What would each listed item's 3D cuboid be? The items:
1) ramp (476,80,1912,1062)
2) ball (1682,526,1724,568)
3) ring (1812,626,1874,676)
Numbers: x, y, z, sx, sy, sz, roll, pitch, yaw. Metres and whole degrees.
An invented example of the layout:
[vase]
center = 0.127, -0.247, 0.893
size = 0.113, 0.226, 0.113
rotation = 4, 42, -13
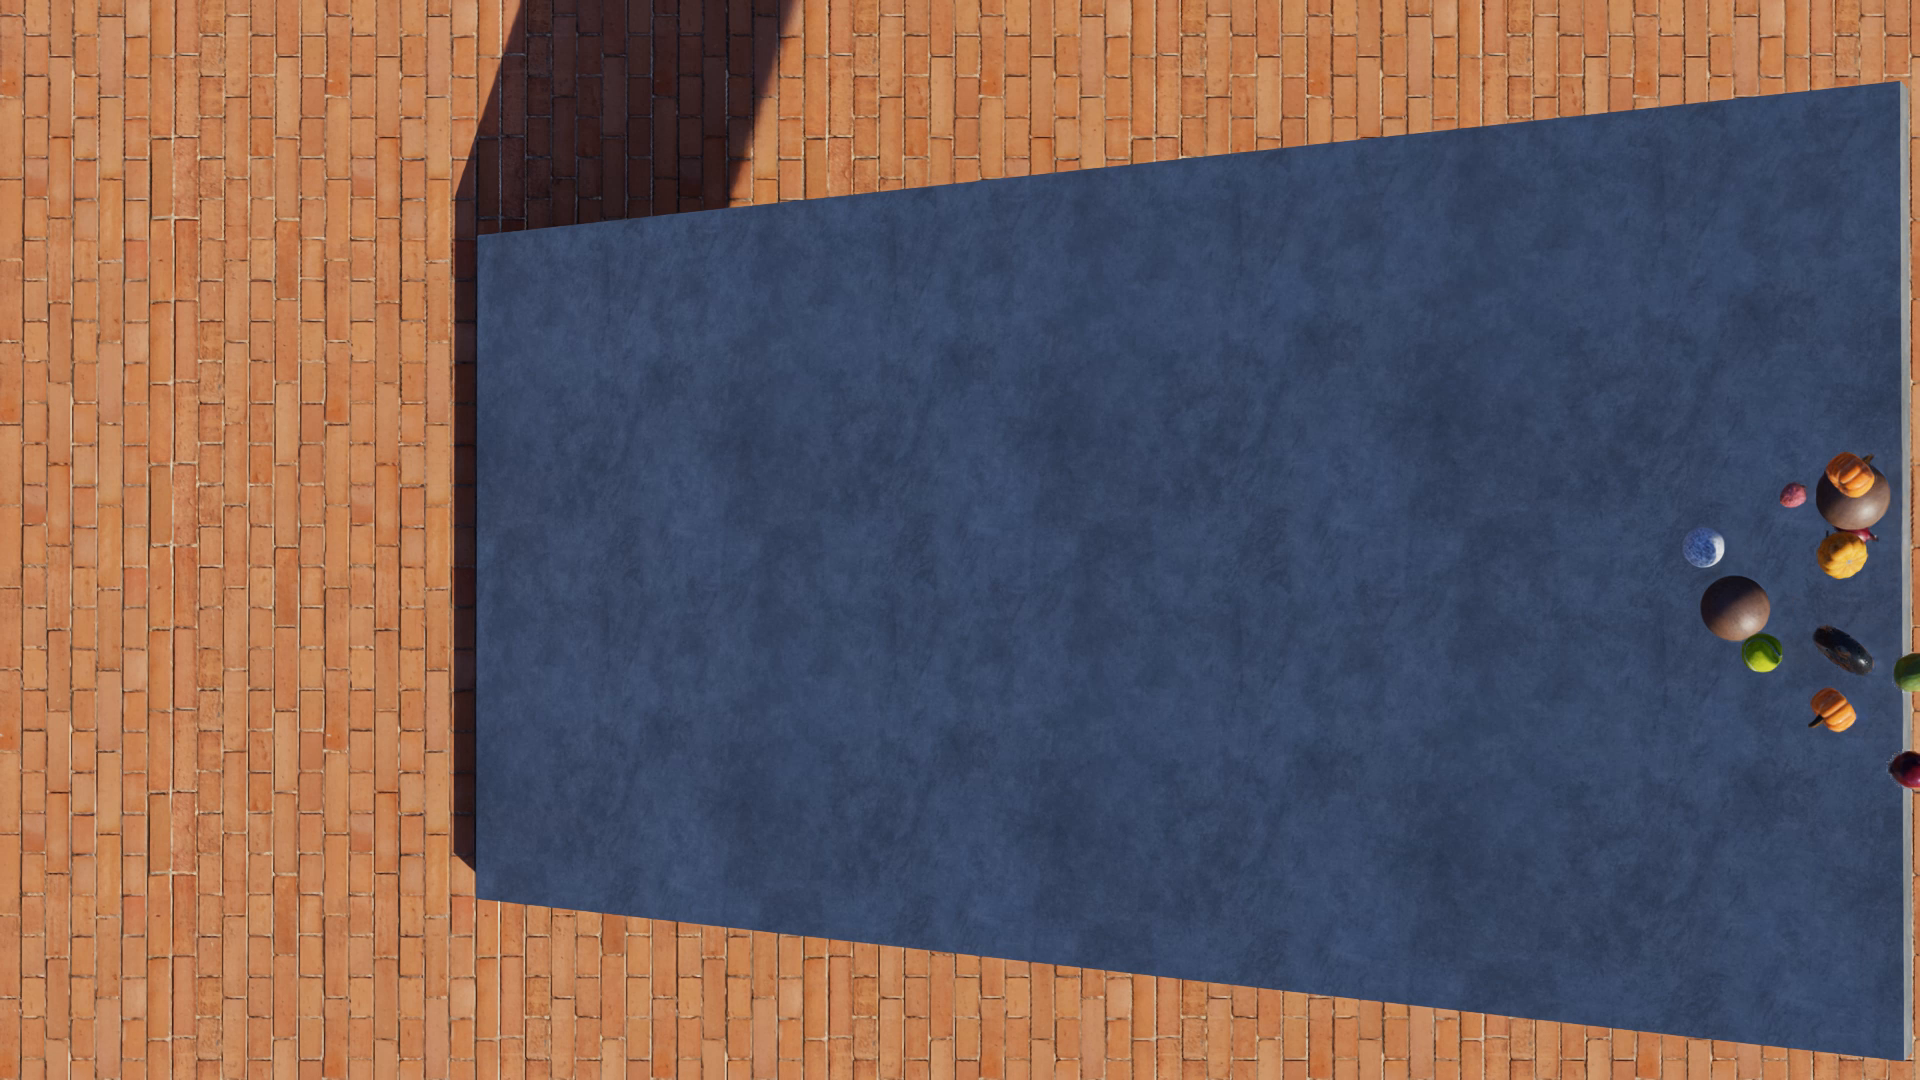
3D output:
[ramp]
center = 0.259, 0.071, 5.598
size = 4.000, 0.100, 2.000
rotation = 0, 89, 32
[ball]
center = 1.505, 0.014, 4.452
size = 0.082, 0.082, 0.082
rotation = 0, 89, 0
[ring]
center = 1.688, 0.211, 4.203
size = 0.125, 0.125, 0.042
rotation = 40, 90, 0
